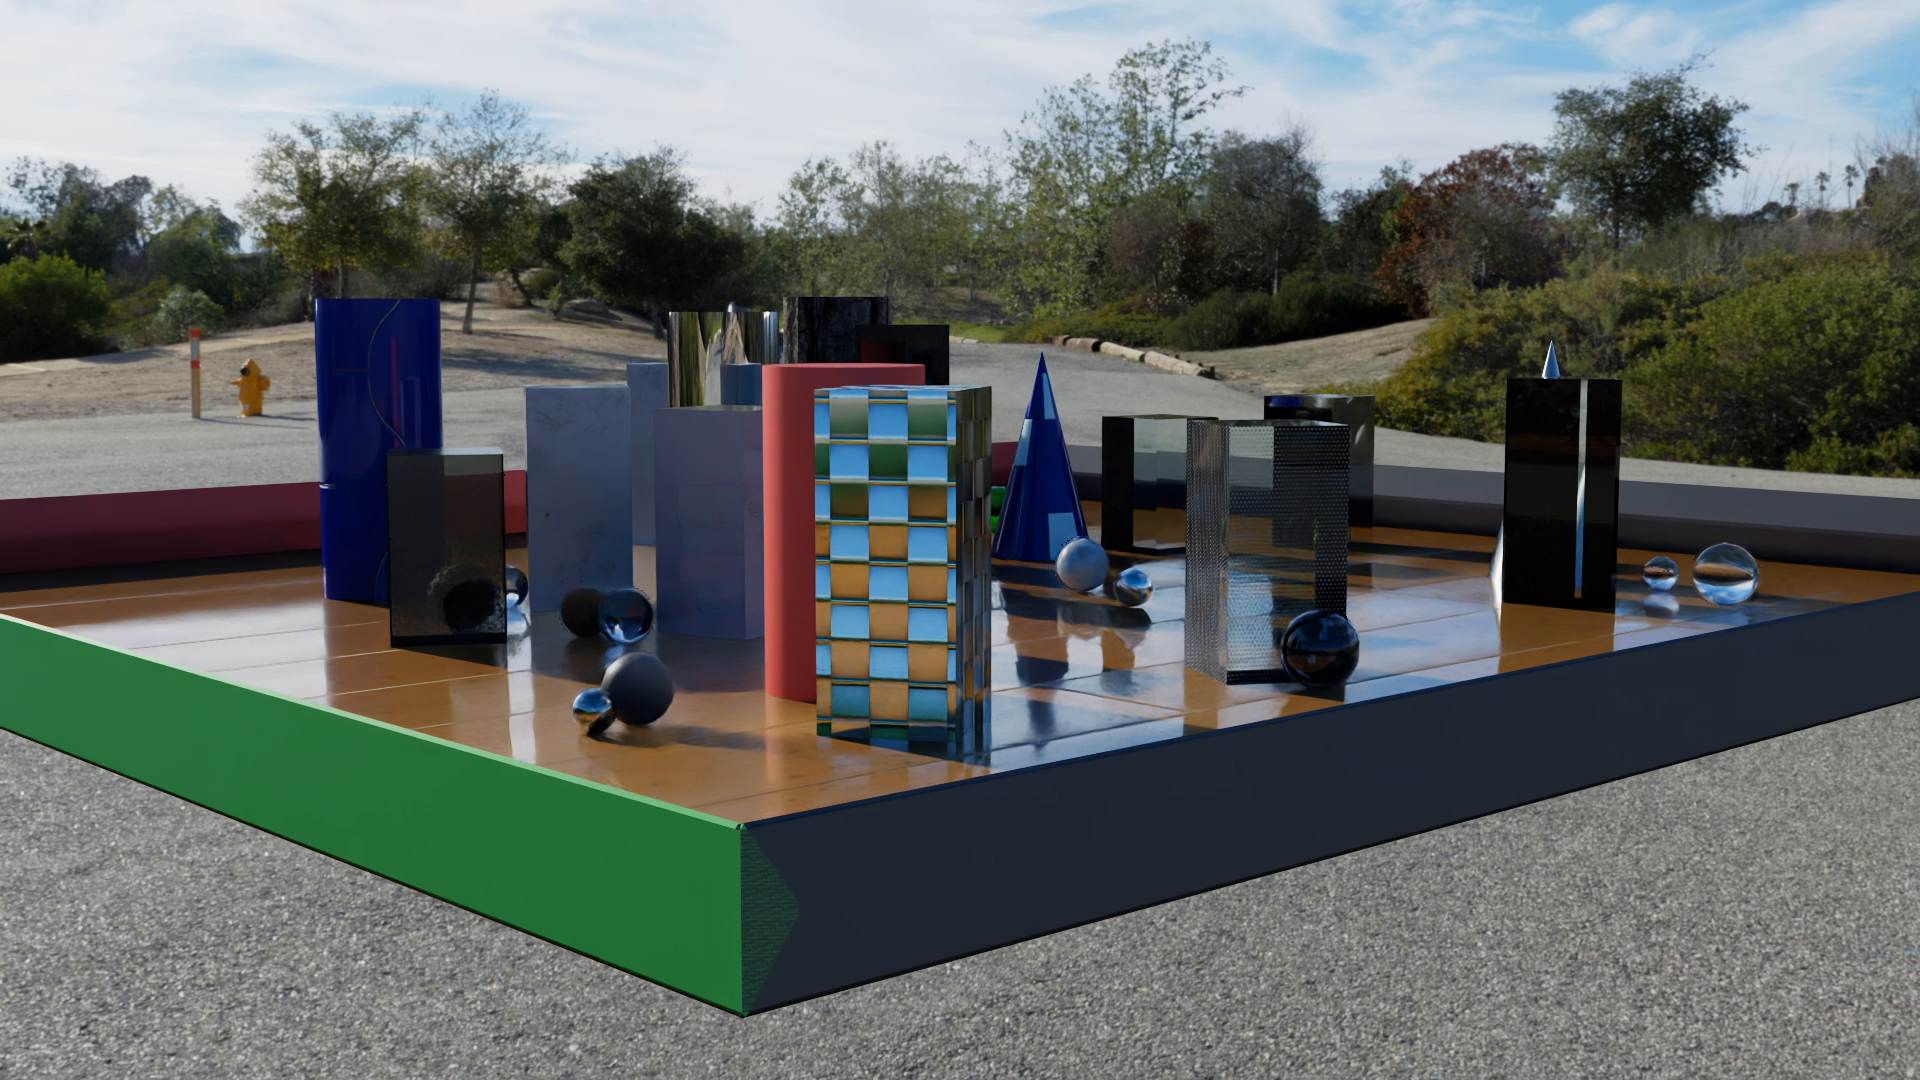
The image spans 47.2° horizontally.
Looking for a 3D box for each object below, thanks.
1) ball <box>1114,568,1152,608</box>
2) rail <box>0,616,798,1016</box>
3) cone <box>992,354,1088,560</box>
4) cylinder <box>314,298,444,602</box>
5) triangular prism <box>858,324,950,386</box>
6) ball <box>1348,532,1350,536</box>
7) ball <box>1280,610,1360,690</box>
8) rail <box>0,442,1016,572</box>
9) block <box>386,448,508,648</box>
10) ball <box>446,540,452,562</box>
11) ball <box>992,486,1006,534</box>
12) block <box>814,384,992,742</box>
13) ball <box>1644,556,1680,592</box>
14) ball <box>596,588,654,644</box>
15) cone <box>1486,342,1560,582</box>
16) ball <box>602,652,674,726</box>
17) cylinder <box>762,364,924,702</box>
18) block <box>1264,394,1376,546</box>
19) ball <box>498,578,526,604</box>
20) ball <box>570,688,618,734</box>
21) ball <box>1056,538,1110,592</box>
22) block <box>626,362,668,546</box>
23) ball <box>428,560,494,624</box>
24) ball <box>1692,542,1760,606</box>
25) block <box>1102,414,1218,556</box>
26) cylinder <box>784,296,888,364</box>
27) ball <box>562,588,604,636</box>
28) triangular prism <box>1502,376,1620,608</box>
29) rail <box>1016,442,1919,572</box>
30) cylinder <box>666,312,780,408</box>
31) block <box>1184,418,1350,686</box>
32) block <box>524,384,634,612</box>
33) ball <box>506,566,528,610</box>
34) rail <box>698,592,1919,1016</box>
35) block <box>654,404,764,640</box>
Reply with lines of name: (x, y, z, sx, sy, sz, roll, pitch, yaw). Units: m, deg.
ball: (0.258, 0.071, 3.274, 0.058, 0.058, 0.058, 0, 6, 0)
rail: (-1.037, 0.133, 2.380, 0.045, 0.122, 2.708, -6, 8, -42)
cone: (0.147, -0.157, 3.953, 0.188, 0.369, 0.188, 0, 6, 0)
cylinder: (-0.896, -0.144, 3.405, 0.188, 0.457, 0.188, 0, 6, 0)
triangular prism: (-0.121, -0.135, 3.518, 0.163, 0.417, 0.141, -3, 7, -29)
ball: (0.679, -0.010, 4.019, 0.063, 0.063, 0.063, 0, 6, 0)
ball: (0.420, 0.128, 2.571, 0.093, 0.093, 0.093, 0, 6, 0)
rail: (-0.902, -0.071, 4.304, 2.870, 0.122, 0.045, -6, 8, -42)
block: (-0.692, 0.006, 2.965, 0.150, 0.252, 0.150, -1, 6, -13)
ball: (-0.871, 0.025, 3.565, 0.090, 0.090, 0.090, 0, 6, 0)
ball: (0.075, -0.059, 4.337, 0.094, 0.094, 0.094, 0, 6, 0)
block: (-0.058, 0.019, 2.328, 0.150, 0.360, 0.150, 2, 6, 15)
ball: (1.104, 0.053, 3.460, 0.055, 0.055, 0.055, 0, 6, 0)
ball: (-0.445, 0.101, 2.918, 0.074, 0.074, 0.074, 0, 6, 0)
cone: (0.963, -0.132, 3.597, 0.188, 0.394, 0.188, 0, 6, 0)
ball: (-0.344, 0.159, 2.349, 0.078, 0.078, 0.078, 0, 6, 0)
cylinder: (-0.134, -0.013, 2.553, 0.188, 0.378, 0.188, 0, 6, 0)
block: (0.676, -0.133, 4.148, 0.150, 0.279, 0.150, 5, 8, 40)
ball: (-0.674, 0.077, 3.305, 0.040, 0.040, 0.040, 0, 6, 0)
ball: (-0.383, 0.179, 2.304, 0.048, 0.048, 0.048, 0, 6, 0)
ball: (0.193, 0.040, 3.452, 0.083, 0.083, 0.083, 0, 6, 0)
block: (-0.529, -0.165, 4.170, 0.150, 0.339, 0.150, 2, 6, 15)
ball: (-0.703, 0.073, 3.095, 0.091, 0.091, 0.091, 0, 6, 0)
ball: (1.146, 0.051, 3.290, 0.094, 0.094, 0.094, 0, 6, 0)
block: (0.366, -0.104, 4.036, 0.150, 0.245, 0.150, -5, 8, -37)
cylinder: (-0.221, -0.203, 3.938, 0.188, 0.462, 0.188, 0, 6, 0)
ball: (-0.506, 0.098, 2.980, 0.067, 0.067, 0.067, 0, 6, 0)
triangular prism: (0.921, -0.078, 3.349, 0.163, 0.339, 0.141, 2, 6, 20)
rail: (1.037, -0.069, 4.284, 0.045, 0.122, 2.708, -6, 8, -42)
cylinder: (-0.398, -0.166, 3.717, 0.188, 0.437, 0.188, 0, 6, 0)
block: (0.371, 0.010, 2.672, 0.150, 0.306, 0.150, -1, 6, -13)
block: (-0.573, -0.067, 3.297, 0.150, 0.327, 0.150, -1, 6, -12)
ball: (-0.671, 0.070, 3.253, 0.065, 0.065, 0.065, 0, 6, 0)
rail: (0.902, 0.135, 2.360, 2.870, 0.122, 0.045, -6, 8, -42)
block: (-0.315, -0.029, 3.041, 0.150, 0.307, 0.150, 4, 7, 30)
